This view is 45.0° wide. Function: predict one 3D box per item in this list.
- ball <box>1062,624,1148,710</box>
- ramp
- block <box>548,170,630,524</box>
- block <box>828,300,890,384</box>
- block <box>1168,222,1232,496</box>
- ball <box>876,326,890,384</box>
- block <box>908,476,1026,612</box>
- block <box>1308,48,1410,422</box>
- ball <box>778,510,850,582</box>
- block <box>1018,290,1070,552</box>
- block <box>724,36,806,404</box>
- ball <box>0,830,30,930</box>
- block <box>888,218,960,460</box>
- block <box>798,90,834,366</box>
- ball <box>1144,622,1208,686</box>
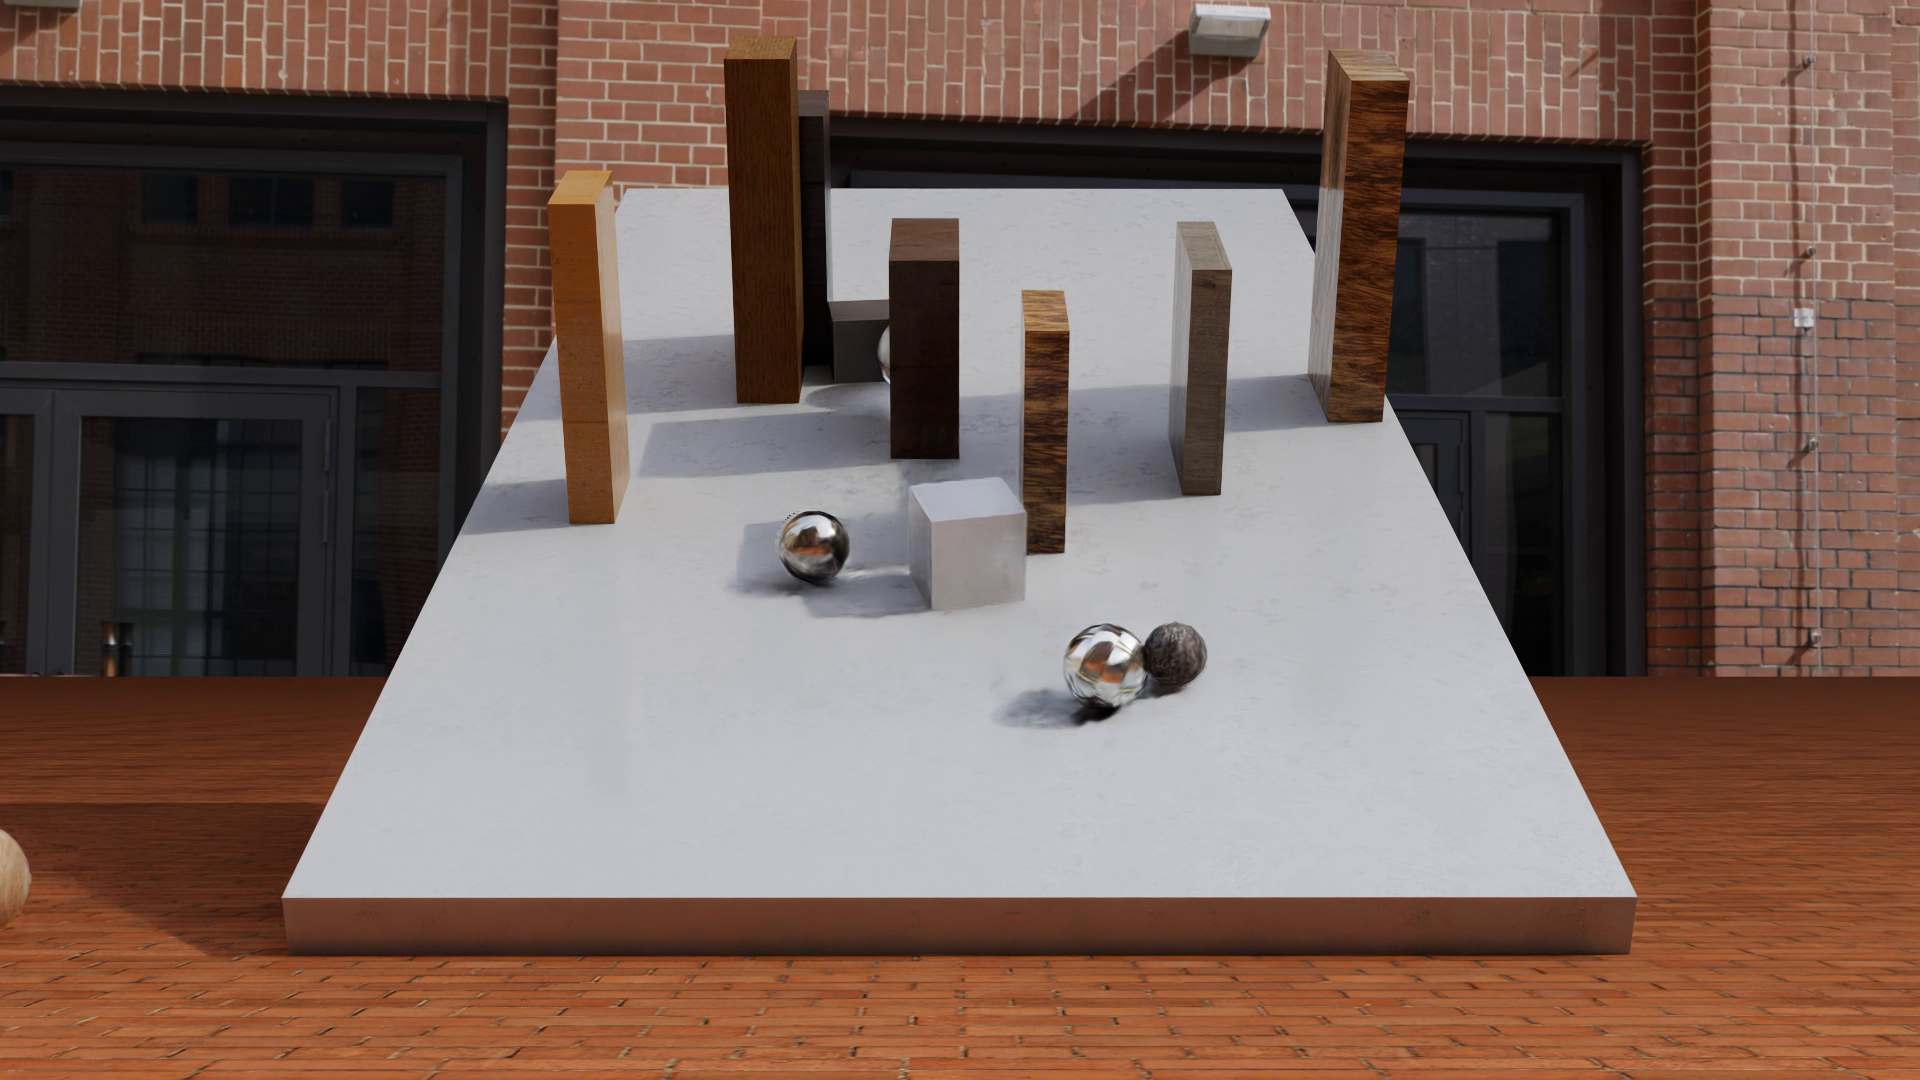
[{"bbox_3d":[0.248,0.216,3.953,0.146,0.146,0.146,0,-3,0],"label":"ball"},{"bbox_3d":[-0.008,-0.227,5.274,2.000,0.100,4.000,0,24,0],"label":"ramp"},{"bbox_3d":[-0.745,-0.388,4.683,0.091,0.664,0.252,0,24,0],"label":"block"},{"bbox_3d":[-0.230,-0.474,5.521,0.153,0.153,0.153,-3,24,-7],"label":"block"},{"bbox_3d":[0.505,-0.388,4.910,0.080,0.489,0.352,0,24,0],"label":"block"},{"bbox_3d":[-0.101,-0.429,5.377,0.187,0.187,0.187,0,-3,0],"label":"ball"},{"bbox_3d":[0.013,0.006,4.386,0.182,0.182,0.182,-6,24,-13],"label":"block"},{"bbox_3d":[0.893,-0.687,5.238,0.124,0.775,0.327,0,24,0],"label":"block"},{"bbox_3d":[-0.279,0.013,4.425,0.137,0.137,0.137,0,-3,0],"label":"ball"},{"bbox_3d":[0.164,-0.236,4.596,0.084,0.459,0.255,0,24,0],"label":"block"},{"bbox_3d":[-0.443,-0.730,5.306,0.143,0.794,0.252,0,24,0],"label":"block"},{"bbox_3d":[-1.558,0.535,3.637,0.187,0.187,0.187,0,-3,0],"label":"ball"},{"bbox_3d":[-0.076,-0.445,5.090,0.148,0.446,0.326,0,24,0],"label":"block"},{"bbox_3d":[-0.361,-0.753,5.592,0.090,0.607,0.271,0,24,0],"label":"block"},{"bbox_3d":[0.374,0.198,4.037,0.111,0.111,0.111,0,-3,0],"label":"ball"}]
